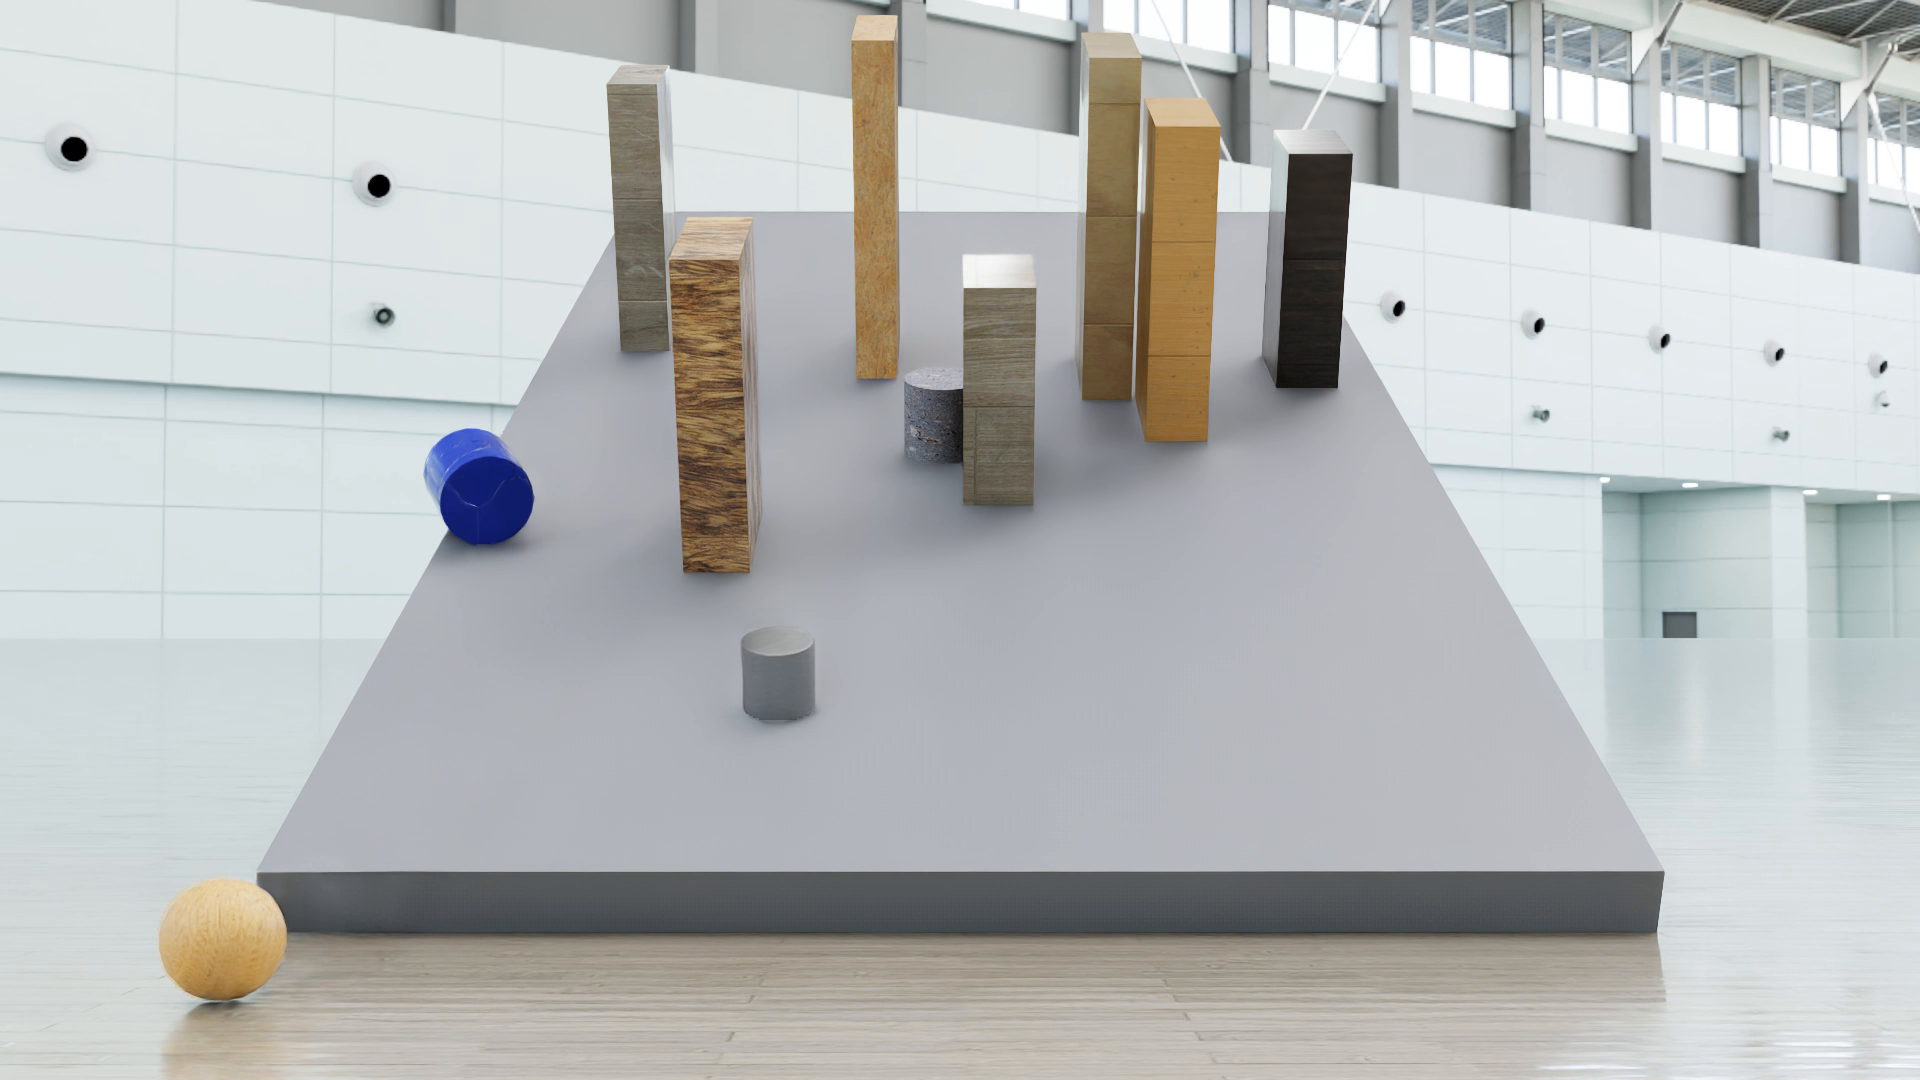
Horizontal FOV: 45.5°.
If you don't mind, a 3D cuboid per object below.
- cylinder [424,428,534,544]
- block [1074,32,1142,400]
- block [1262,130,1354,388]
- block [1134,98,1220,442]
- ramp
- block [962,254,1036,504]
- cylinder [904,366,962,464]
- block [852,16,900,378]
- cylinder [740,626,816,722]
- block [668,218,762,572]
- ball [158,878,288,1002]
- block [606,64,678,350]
[{"bbox_3d":[-0.938,-0.105,4.457,0.180,0.180,0.180,1,19,-24],"label":"cylinder"},{"bbox_3d":[0.337,-0.747,5.270,0.114,0.779,0.339,0,22,0],"label":"block"},{"bbox_3d":[0.809,-0.659,5.363,0.144,0.550,0.266,0,22,0],"label":"block"},{"bbox_3d":[0.471,-0.593,5.006,0.134,0.688,0.315,0,22,0],"label":"block"},{"bbox_3d":[-0.006,-0.218,5.128,2.000,0.100,4.000,0,22,0],"label":"ramp"},{"bbox_3d":[0.077,-0.329,4.657,0.141,0.451,0.259,0,22,0],"label":"block"},{"bbox_3d":[-0.037,-0.268,4.895,0.163,0.163,0.163,0,22,0],"label":"cylinder"},{"bbox_3d":[-0.197,-0.815,5.425,0.095,0.790,0.361,0,22,0],"label":"block"},{"bbox_3d":[-0.295,0.218,3.726,0.118,0.118,0.118,0,22,0],"label":"cylinder"},{"bbox_3d":[-0.456,-0.277,4.320,0.124,0.601,0.317,0,22,0],"label":"block"},{"bbox_3d":[-0.863,0.467,2.683,0.143,0.143,0.143,0,-2,0],"label":"ball"},{"bbox_3d":[-0.771,-0.814,5.611,0.119,0.650,0.259,0,22,0],"label":"block"}]
